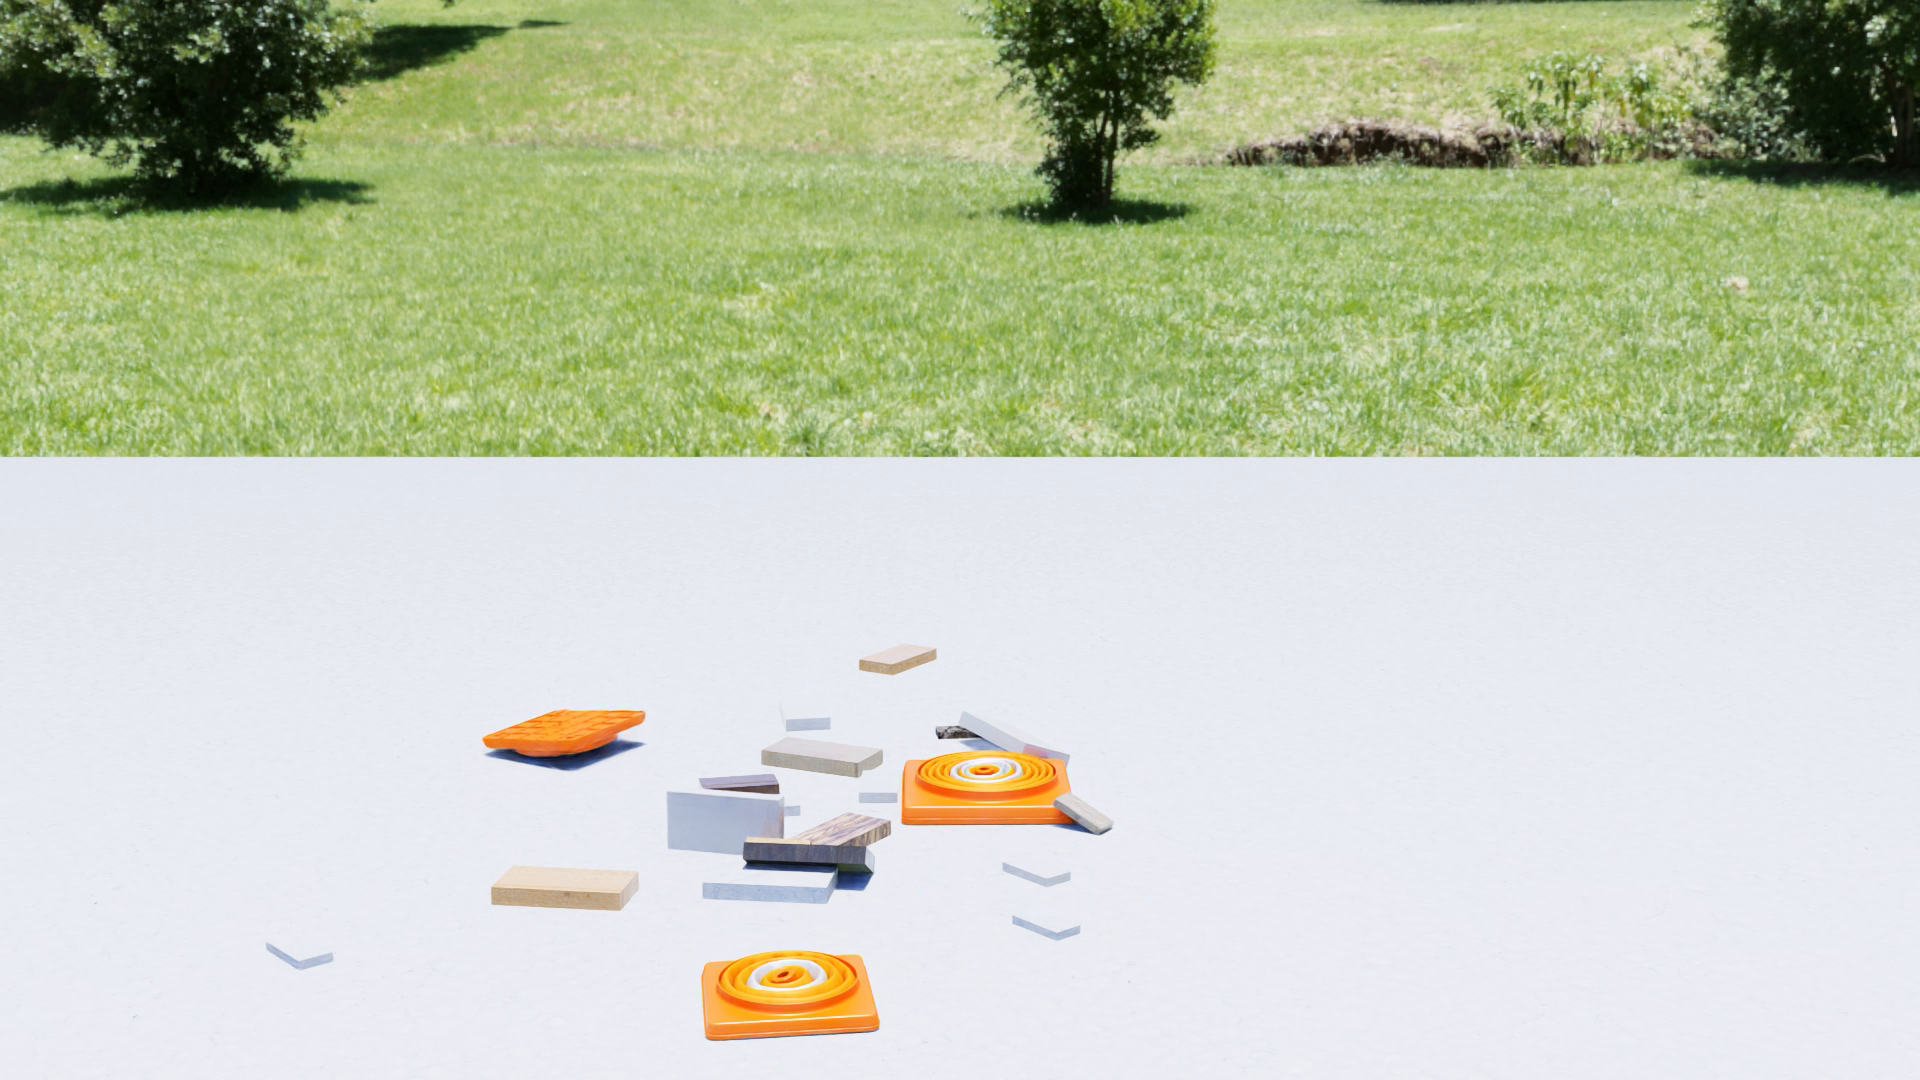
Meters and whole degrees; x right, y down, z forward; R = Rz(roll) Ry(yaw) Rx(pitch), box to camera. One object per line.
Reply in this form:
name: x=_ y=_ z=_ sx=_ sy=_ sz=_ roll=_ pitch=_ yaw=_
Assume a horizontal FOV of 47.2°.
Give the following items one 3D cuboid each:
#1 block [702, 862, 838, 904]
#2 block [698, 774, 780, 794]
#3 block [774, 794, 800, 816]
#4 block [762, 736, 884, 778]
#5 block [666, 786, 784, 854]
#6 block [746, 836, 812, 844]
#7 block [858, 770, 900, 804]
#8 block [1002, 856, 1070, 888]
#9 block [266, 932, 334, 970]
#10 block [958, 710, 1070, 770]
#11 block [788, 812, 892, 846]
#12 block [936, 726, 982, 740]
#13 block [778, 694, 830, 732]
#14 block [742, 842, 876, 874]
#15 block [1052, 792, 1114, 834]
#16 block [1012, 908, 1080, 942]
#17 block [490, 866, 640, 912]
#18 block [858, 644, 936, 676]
block: x=-0.316 y=0.573 z=3.678 sx=0.209 sy=0.030 sz=0.104 roll=1 pitch=11 yaw=7
block: x=-0.426 y=0.474 z=4.234 sx=0.148 sy=0.021 sz=0.074 roll=-2 pitch=11 yaw=-13
block: x=-0.376 y=0.499 z=4.103 sx=0.148 sy=0.021 sz=0.074 roll=-2 pitch=11 yaw=-13
block: x=-0.277 y=0.436 z=4.415 sx=0.219 sy=0.031 sz=0.109 roll=5 pitch=12 yaw=24
block: x=-0.413 y=0.498 z=3.878 sx=0.209 sy=0.104 sz=0.030 roll=3 pitch=9 yaw=14
block: x=-0.310 y=0.538 z=3.812 sx=0.113 sy=0.016 sz=0.056 roll=2 pitch=-33 yaw=10
block: x=-0.154 y=0.475 z=4.233 sx=0.074 sy=0.021 sz=0.148 roll=0 pitch=11 yaw=1
block: x=0.130 y=0.566 z=3.757 sx=0.056 sy=0.016 sz=0.112 roll=-9 pitch=14 yaw=-40
block: x=-1.018 y=0.634 z=3.389 sx=0.056 sy=0.016 sz=0.112 roll=-9 pitch=14 yaw=-41
block: x=0.108 y=0.406 z=4.478 sx=0.109 sy=0.031 sz=0.279 roll=17 pitch=1 yaw=-28
block: x=-0.215 y=0.530 z=3.919 sx=0.095 sy=0.027 sz=0.191 roll=7 pitch=12 yaw=31
block: x=0.003 y=0.404 z=4.630 sx=0.103 sy=0.015 sz=0.052 roll=-1 pitch=11 yaw=-8
block: x=-0.337 y=0.373 z=4.763 sx=0.095 sy=0.027 sz=0.201 roll=-2 pitch=11 yaw=-9
block: x=-0.256 y=0.540 z=3.735 sx=0.209 sy=0.030 sz=0.104 roll=1 pitch=-17 yaw=7
block: x=0.225 y=0.499 z=4.012 sx=0.104 sy=0.015 sz=0.052 roll=32 pitch=24 yaw=24
block: x=0.137 y=0.613 z=3.506 sx=0.052 sy=0.015 sz=0.104 roll=-9 pitch=14 yaw=-40
block: x=-0.654 y=0.578 z=3.651 sx=0.219 sy=0.031 sz=0.109 roll=1 pitch=11 yaw=8
block: x=-0.147 y=0.284 z=5.242 sx=0.095 sy=0.027 sz=0.191 roll=7 pitch=12 yaw=32
